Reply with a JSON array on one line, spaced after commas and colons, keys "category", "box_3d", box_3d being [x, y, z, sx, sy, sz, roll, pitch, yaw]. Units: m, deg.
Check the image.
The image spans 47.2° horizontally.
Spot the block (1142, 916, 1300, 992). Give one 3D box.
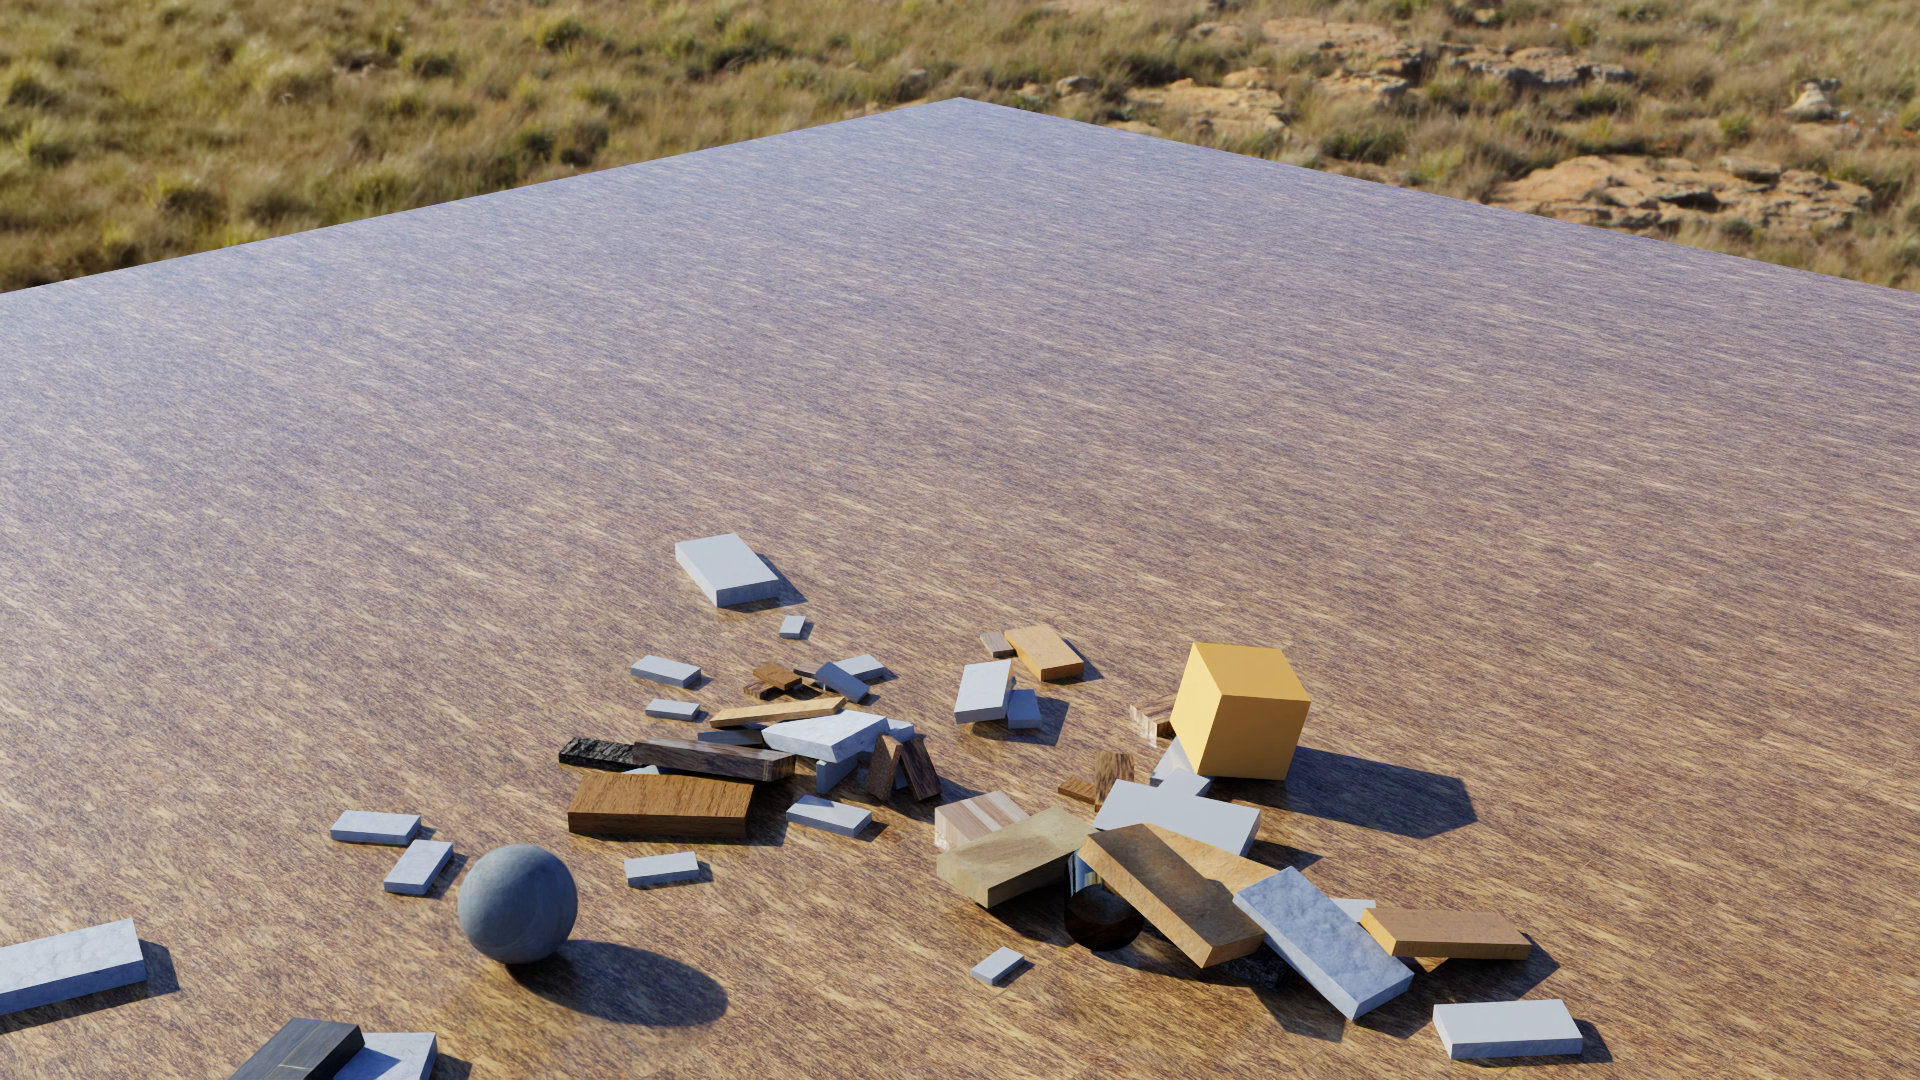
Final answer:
[{"category": "block", "box_3d": [0.494, 0.718, 4.014, 0.304, 0.043, 0.152, 19, 30, 38]}]

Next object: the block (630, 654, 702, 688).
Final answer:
[{"category": "block", "box_3d": [-0.673, 0.300, 5.027, 0.145, 0.021, 0.072, 12, 26, 25]}]

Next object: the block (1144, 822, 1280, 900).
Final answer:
[{"category": "block", "box_3d": [0.434, 0.625, 4.123, 0.304, 0.043, 0.152, 17, 29, 35]}]

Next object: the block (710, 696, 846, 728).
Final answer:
[{"category": "block", "box_3d": [-0.394, 0.372, 4.745, 0.317, 0.016, 0.058, -8, 17, 28]}]

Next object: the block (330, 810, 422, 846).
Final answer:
[{"category": "block", "box_3d": [-1.164, 0.573, 4.382, 0.157, 0.022, 0.078, 3, 23, 8]}]

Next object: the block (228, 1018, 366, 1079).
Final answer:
[{"category": "block", "box_3d": [-1.112, 0.883, 3.571, 0.141, 0.040, 0.282, 0, 25, 26]}]

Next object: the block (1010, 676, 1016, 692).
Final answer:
[{"category": "block", "box_3d": [0.063, 0.345, 4.885, 0.072, 0.021, 0.145, 0, 27, 27]}]

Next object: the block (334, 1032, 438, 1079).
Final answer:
[{"category": "block", "box_3d": [-0.952, 0.903, 3.581, 0.141, 0.040, 0.282, 0, 23, -1]}]

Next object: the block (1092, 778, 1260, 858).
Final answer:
[{"category": "block", "box_3d": [0.426, 0.564, 4.336, 0.300, 0.042, 0.150, 10, 37, 22]}]

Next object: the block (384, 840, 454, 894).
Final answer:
[{"category": "block", "box_3d": [-1.044, 0.631, 4.246, 0.078, 0.022, 0.157, 3, 23, 8]}]

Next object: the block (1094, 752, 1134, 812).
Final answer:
[{"category": "block", "box_3d": [0.316, 0.498, 4.501, 0.078, 0.022, 0.156, 6, 38, 0]}]

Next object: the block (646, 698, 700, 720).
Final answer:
[{"category": "block", "box_3d": [-0.635, 0.375, 4.858, 0.107, 0.015, 0.054, 6, 24, 13]}]

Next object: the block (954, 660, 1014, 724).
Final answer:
[{"category": "block", "box_3d": [0.054, 0.334, 4.852, 0.107, 0.030, 0.213, -8, 24, 11]}]

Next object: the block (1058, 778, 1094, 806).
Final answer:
[{"category": "block", "box_3d": [0.257, 0.518, 4.521, 0.101, 0.014, 0.050, 15, 27, 32]}]

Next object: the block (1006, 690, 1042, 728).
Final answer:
[{"category": "block", "box_3d": [0.135, 0.372, 4.857, 0.072, 0.021, 0.145, -2, 23, -5]}]

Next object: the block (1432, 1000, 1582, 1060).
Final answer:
[{"category": "block", "box_3d": [0.933, 0.834, 3.753, 0.224, 0.032, 0.112, -2, 23, -4]}]

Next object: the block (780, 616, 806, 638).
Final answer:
[{"category": "block", "box_3d": [-0.399, 0.208, 5.254, 0.048, 0.014, 0.095, 2, 23, 6]}]

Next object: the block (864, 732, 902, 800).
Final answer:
[{"category": "block", "box_3d": [-0.157, 0.464, 4.507, 0.017, 0.123, 0.062, 3, 19, -42]}]

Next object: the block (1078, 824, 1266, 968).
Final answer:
[{"category": "block", "box_3d": [0.378, 0.633, 3.942, 0.162, 0.046, 0.324, -3, 34, -47]}]

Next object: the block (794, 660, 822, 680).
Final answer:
[{"category": "block", "box_3d": [-0.324, 0.299, 4.984, 0.095, 0.014, 0.048, 12, 26, 26]}]

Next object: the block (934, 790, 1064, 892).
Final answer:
[{"category": "block", "box_3d": [0.087, 0.592, 4.312, 0.150, 0.042, 0.300, -12, 26, -26]}]

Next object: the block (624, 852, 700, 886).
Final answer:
[{"category": "block", "box_3d": [-0.576, 0.634, 4.241, 0.136, 0.019, 0.068, -5, 24, -13]}]

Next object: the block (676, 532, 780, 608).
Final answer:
[{"category": "block", "box_3d": [-0.588, 0.073, 5.530, 0.162, 0.046, 0.324, -10, 25, -23]}]

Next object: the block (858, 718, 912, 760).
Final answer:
[{"category": "block", "box_3d": [-0.169, 0.429, 4.721, 0.077, 0.022, 0.154, 8, 24, 18]}]

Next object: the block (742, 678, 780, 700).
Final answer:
[{"category": "block", "box_3d": [-0.434, 0.327, 4.971, 0.054, 0.015, 0.107, 18, 29, 37]}]

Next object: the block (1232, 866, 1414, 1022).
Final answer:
[{"category": "block", "box_3d": [0.642, 0.714, 3.912, 0.152, 0.043, 0.304, -16, 44, -38]}]

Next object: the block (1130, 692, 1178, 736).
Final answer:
[{"category": "block", "box_3d": [0.494, 0.374, 4.842, 0.213, 0.030, 0.107, -12, 26, -26]}]

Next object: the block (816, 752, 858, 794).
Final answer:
[{"category": "block", "box_3d": [-0.256, 0.467, 4.573, 0.019, 0.068, 0.136, 11, 25, 25]}]

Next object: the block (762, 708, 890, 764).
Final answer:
[{"category": "block", "box_3d": [-0.282, 0.405, 4.619, 0.141, 0.040, 0.296, -26, 15, -30]}]

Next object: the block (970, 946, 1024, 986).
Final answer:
[{"category": "block", "box_3d": [0.068, 0.763, 3.944, 0.048, 0.014, 0.095, 17, 28, 35]}]

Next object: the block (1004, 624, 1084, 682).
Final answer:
[{"category": "block", "box_3d": [0.194, 0.260, 5.109, 0.107, 0.030, 0.218, -9, 24, -19]}]

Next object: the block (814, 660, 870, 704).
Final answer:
[{"category": "block", "box_3d": [-0.263, 0.319, 4.932, 0.115, 0.016, 0.058, 31, 33, 12]}]

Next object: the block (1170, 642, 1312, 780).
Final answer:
[{"category": "block", "box_3d": [0.583, 0.357, 4.592, 0.198, 0.198, 0.198, 5, 28, -16]}]

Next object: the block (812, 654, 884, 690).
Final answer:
[{"category": "block", "box_3d": [-0.258, 0.302, 5.022, 0.154, 0.022, 0.077, -13, 26, -28]}]

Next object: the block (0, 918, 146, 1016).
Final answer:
[{"category": "block", "box_3d": [-1.681, 0.775, 3.878, 0.445, 0.043, 0.151, -11, 25, -24]}]

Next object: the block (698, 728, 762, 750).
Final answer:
[{"category": "block", "box_3d": [-0.493, 0.433, 4.715, 0.136, 0.019, 0.068, -3, 23, -8]}]

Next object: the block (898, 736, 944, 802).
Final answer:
[{"category": "block", "box_3d": [-0.086, 0.471, 4.517, 0.062, 0.123, 0.017, -16, -13, -33]}]

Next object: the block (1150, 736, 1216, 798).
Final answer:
[{"category": "block", "box_3d": [0.484, 0.470, 4.612, 0.112, 0.032, 0.224, 9, 24, 20]}]

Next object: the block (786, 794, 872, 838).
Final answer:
[{"category": "block", "box_3d": [-0.263, 0.555, 4.424, 0.154, 0.022, 0.077, 11, 25, 24]}]

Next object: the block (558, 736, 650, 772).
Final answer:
[{"category": "block", "box_3d": [-0.746, 0.456, 4.658, 0.189, 0.022, 0.078, 6, 24, 15]}]

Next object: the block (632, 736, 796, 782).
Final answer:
[{"category": "block", "box_3d": [-0.509, 0.453, 4.567, 0.302, 0.043, 0.151, 6, 1, 14]}]

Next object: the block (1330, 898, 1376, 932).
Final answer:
[{"category": "block", "box_3d": [0.696, 0.697, 4.090, 0.156, 0.022, 0.078, 2, 23, 4]}]

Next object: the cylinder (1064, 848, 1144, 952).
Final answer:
[{"category": "cylinder", "box_3d": [0.263, 0.653, 4.036, 0.145, 0.145, 0.145, 1, 23, 3]}]

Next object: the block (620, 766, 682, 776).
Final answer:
[{"category": "block", "box_3d": [-0.642, 0.491, 4.582, 0.115, 0.016, 0.058, -12, 26, -26]}]

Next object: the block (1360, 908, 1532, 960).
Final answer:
[{"category": "block", "box_3d": [0.875, 0.709, 3.960, 0.292, 0.032, 0.112, 6, 19, -23]}]

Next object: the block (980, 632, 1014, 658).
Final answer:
[{"category": "block", "box_3d": [0.086, 0.245, 5.166, 0.050, 0.014, 0.101, -7, 24, -15]}]

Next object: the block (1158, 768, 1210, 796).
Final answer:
[{"category": "block", "box_3d": [0.432, 0.524, 4.451, 0.078, 0.022, 0.156, 20, 42, 32]}]

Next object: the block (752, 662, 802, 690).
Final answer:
[{"category": "block", "box_3d": [-0.413, 0.308, 4.976, 0.107, 0.015, 0.054, 21, 31, 40]}]

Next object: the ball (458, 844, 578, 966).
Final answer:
[{"category": "ball", "box_3d": [-0.792, 0.654, 3.946, 0.214, 0.214, 0.214, 0, 23, 0]}]

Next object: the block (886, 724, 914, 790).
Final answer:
[{"category": "block", "box_3d": [-0.119, 0.447, 4.547, 0.062, 0.123, 0.017, -16, 16, -33]}]

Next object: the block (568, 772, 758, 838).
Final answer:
[{"category": "block", "box_3d": [-0.598, 0.534, 4.443, 0.355, 0.046, 0.162, 1, 23, 3]}]

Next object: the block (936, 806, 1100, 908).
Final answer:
[{"category": "block", "box_3d": [0.119, 0.600, 4.184, 0.300, 0.042, 0.150, -18, 29, -36]}]
